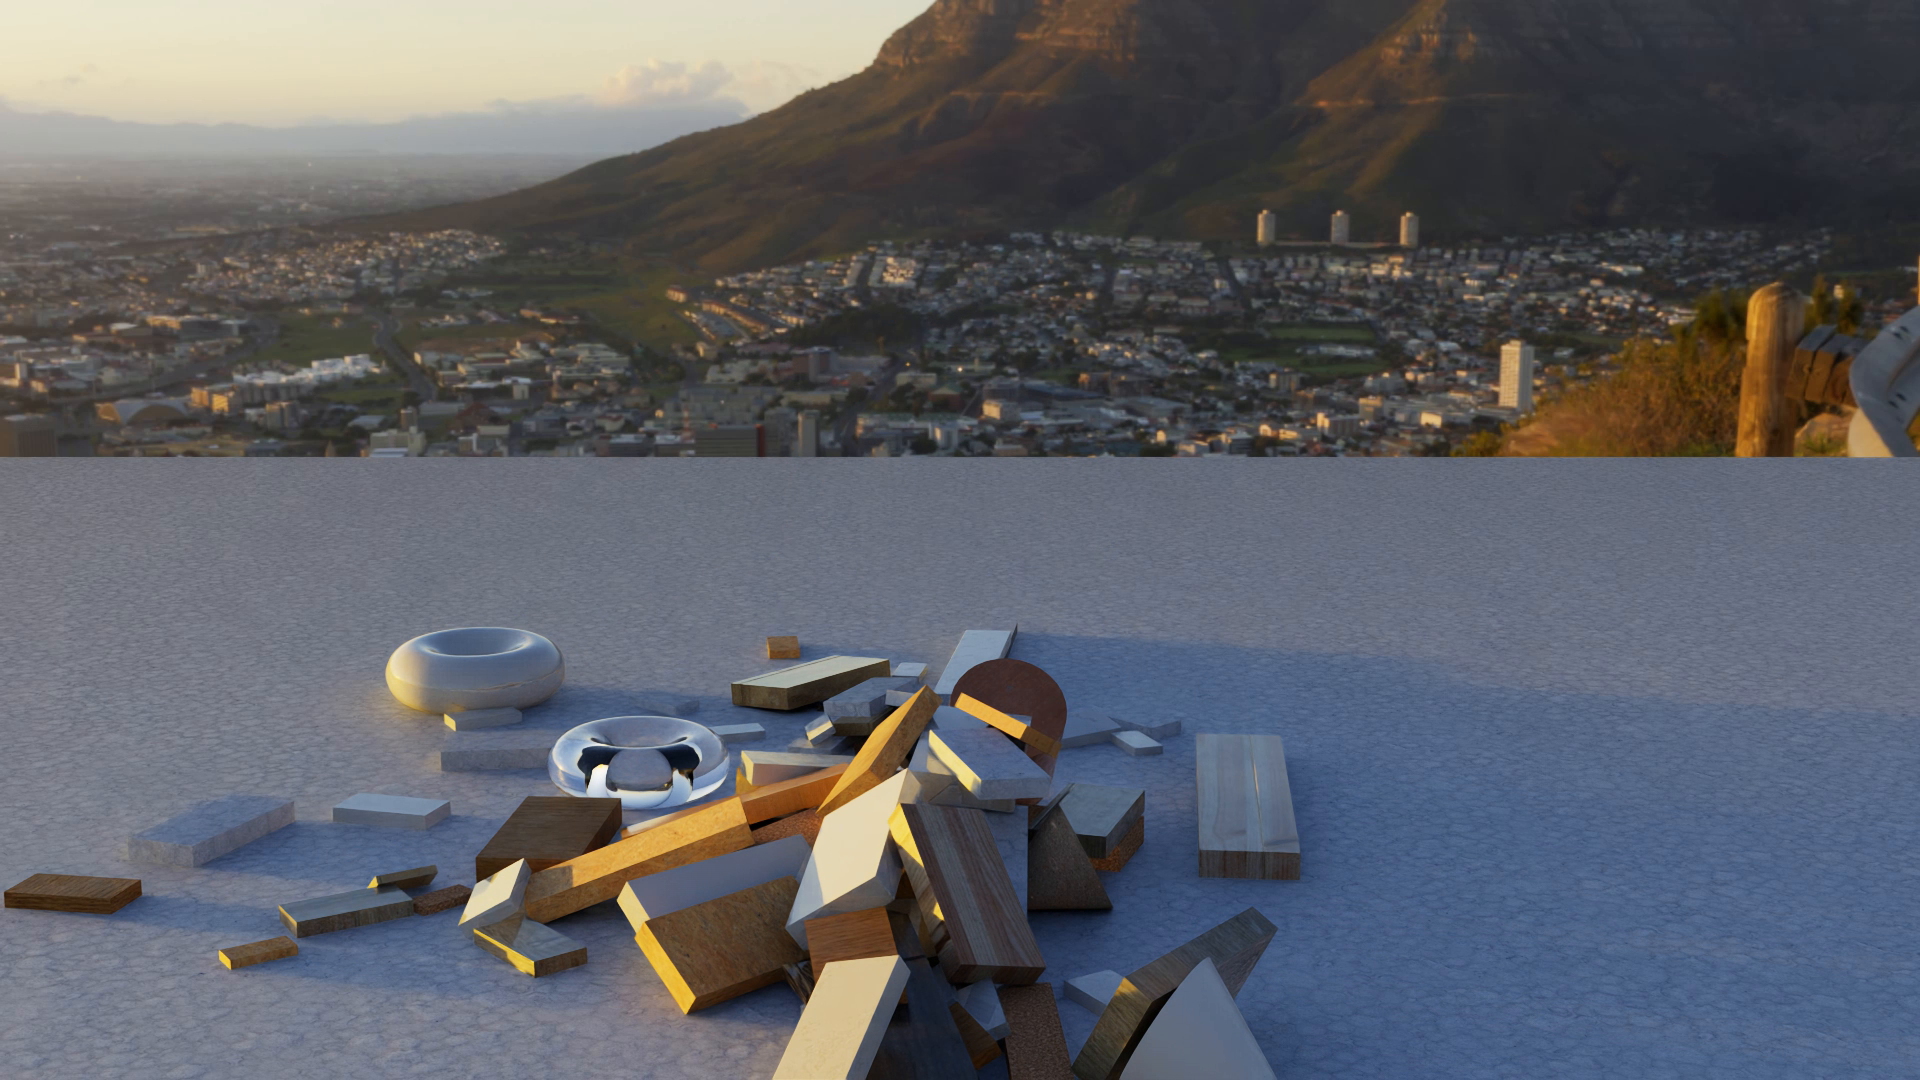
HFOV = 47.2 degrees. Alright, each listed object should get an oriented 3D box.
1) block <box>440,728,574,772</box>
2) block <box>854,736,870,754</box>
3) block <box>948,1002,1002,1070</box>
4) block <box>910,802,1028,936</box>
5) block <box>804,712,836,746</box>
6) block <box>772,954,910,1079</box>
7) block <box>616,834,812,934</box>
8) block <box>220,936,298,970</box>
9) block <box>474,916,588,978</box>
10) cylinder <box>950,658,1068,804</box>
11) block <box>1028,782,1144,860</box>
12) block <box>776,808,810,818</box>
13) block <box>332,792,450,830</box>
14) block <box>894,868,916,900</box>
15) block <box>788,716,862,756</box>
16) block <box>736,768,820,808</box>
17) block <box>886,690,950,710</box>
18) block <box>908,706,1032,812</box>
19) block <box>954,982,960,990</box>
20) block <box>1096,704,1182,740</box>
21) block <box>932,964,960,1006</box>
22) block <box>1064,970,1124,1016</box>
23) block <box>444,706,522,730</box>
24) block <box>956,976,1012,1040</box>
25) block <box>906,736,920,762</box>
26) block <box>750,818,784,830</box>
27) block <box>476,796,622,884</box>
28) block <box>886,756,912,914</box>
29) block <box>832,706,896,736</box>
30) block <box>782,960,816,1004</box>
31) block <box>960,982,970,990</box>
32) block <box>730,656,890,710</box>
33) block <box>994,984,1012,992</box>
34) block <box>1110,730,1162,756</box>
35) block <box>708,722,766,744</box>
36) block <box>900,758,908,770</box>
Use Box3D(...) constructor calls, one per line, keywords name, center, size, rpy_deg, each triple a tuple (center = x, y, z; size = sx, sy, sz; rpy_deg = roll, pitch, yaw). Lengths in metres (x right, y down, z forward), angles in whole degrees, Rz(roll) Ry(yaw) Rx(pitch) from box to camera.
Box3D(name="block", center=(-0.902, 0.424, 4.455), size=(0.279, 0.040, 0.139), rpy_deg=(-1, 11, -8))
Box3D(name="block", center=(-0.145, 0.401, 4.530), size=(0.093, 0.026, 0.185), rpy_deg=(-16, 4, 18))
Box3D(name="block", center=(-0.003, 0.686, 3.008), size=(0.071, 0.020, 0.142), rpy_deg=(-31, 21, -14))
Box3D(name="block", center=(0.015, 0.538, 3.462), size=(0.179, 0.051, 0.357), rpy_deg=(5, 29, -1))
Box3D(name="block", center=(-0.286, 0.387, 4.502), size=(0.055, 0.016, 0.110), rpy_deg=(-32, 14, -3))
Box3D(name="block", center=(-0.160, 0.648, 2.866), size=(0.120, 0.034, 0.239), rpy_deg=(-12, 32, 31))
Box3D(name="block", center=(-0.343, 0.569, 3.401), size=(0.337, 0.048, 0.168), rpy_deg=(-10, 51, -42))
Box3D(name="block", center=(-1.080, 0.635, 3.387), size=(0.104, 0.015, 0.052), rpy_deg=(-8, 13, -36))
Box3D(name="block", center=(-0.664, 0.627, 3.398), size=(0.092, 0.026, 0.184), rpy_deg=(-9, 14, -40))
Box3D(name="cylinder", center=(0.079, 0.366, 4.054), size=(0.213, 0.213, 0.213), rpy_deg=(3, 54, -4))
Box3D(name="block", center=(0.221, 0.488, 3.842), size=(0.141, 0.040, 0.282), rpy_deg=(3, 11, 18))
Box3D(name="block", center=(-0.307, 0.503, 4.086), size=(0.131, 0.019, 0.066), rpy_deg=(6, 12, 31))
Box3D(name="block", center=(-1.052, 0.502, 4.071), size=(0.189, 0.027, 0.094), rpy_deg=(3, 11, 15))
Box3D(name="block", center=(-0.119, 0.502, 3.486), size=(0.287, 0.041, 0.144), rpy_deg=(-17, 33, 56))
Box3D(name="block", center=(-0.269, 0.410, 4.568), size=(0.093, 0.026, 0.267), rpy_deg=(3, 11, 15))
Box3D(name="block", center=(-0.228, 0.469, 4.109), size=(0.348, 0.049, 0.174), rpy_deg=(7, 3, 33))
Box3D(name="block", center=(-0.067, 0.353, 4.635), size=(0.109, 0.031, 0.219), rpy_deg=(7, -9, 20))
Box3D(name="block", center=(0.019, 0.368, 3.745), size=(0.179, 0.051, 0.357), rpy_deg=(6, 14, 4))
Box3D(name="block", center=(0.012, 0.664, 3.237), size=(0.046, 0.013, 0.093), rpy_deg=(-1, 11, -7))
Box3D(name="block", center=(0.371, 0.387, 4.689), size=(0.092, 0.026, 0.184), rpy_deg=(-10, 14, -42))
Box3D(name="block", center=(-0.040, 0.657, 3.153), size=(0.071, 0.020, 0.142), rpy_deg=(-35, 12, 1))
Box3D(name="block", center=(0.230, 0.668, 3.187), size=(0.082, 0.023, 0.165), rpy_deg=(-6, 12, -30))
Box3D(name="block", center=(-1.025, 0.382, 4.730), size=(0.147, 0.021, 0.073), rpy_deg=(-6, 12, -30))
Box3D(name="block", center=(0.025, 0.668, 3.094), size=(0.071, 0.020, 0.142), rpy_deg=(-23, 17, -1))
Box3D(name="block", center=(-0.088, 0.426, 4.486), size=(0.085, 0.024, 0.170), rpy_deg=(4, 11, 18))
Box3D(name="block", center=(-0.247, 0.541, 3.796), size=(0.348, 0.049, 0.174), rpy_deg=(4, 11, 22))
Box3D(name="block", center=(-0.718, 0.528, 3.870), size=(0.174, 0.049, 0.348), rpy_deg=(1, 11, 3))
Box3D(name="block", center=(-0.022, 0.497, 3.644), size=(0.179, 0.051, 0.357), rpy_deg=(12, 29, 0))
Box3D(name="block", center=(-0.191, 0.373, 4.597), size=(0.093, 0.026, 0.185), rpy_deg=(-3, 9, 20))
Box3D(name="block", center=(-0.212, 0.644, 3.204), size=(0.061, 0.017, 0.122), rpy_deg=(-4, 11, -21))
Box3D(name="block", center=(0.026, 0.659, 3.190), size=(0.046, 0.013, 0.093), rpy_deg=(-1, 28, -7))
Box3D(name="block", center=(-0.333, 0.319, 4.952), size=(0.171, 0.048, 0.341), rpy_deg=(2, 9, 39))
Box3D(name="block", center=(0.059, 0.633, 3.221), size=(0.046, 0.013, 0.093), rpy_deg=(34, 26, 25))
Box3D(name="block", center=(0.364, 0.419, 4.539), size=(0.063, 0.018, 0.125), rpy_deg=(-4, 11, -19))
Box3D(name="block", center=(-0.480, 0.406, 4.609), size=(0.131, 0.019, 0.066), rpy_deg=(-4, 11, -19))
Box3D(name="block", center=(-0.132, 0.455, 4.282), size=(0.099, 0.014, 0.049), rpy_deg=(-13, 47, -41))
